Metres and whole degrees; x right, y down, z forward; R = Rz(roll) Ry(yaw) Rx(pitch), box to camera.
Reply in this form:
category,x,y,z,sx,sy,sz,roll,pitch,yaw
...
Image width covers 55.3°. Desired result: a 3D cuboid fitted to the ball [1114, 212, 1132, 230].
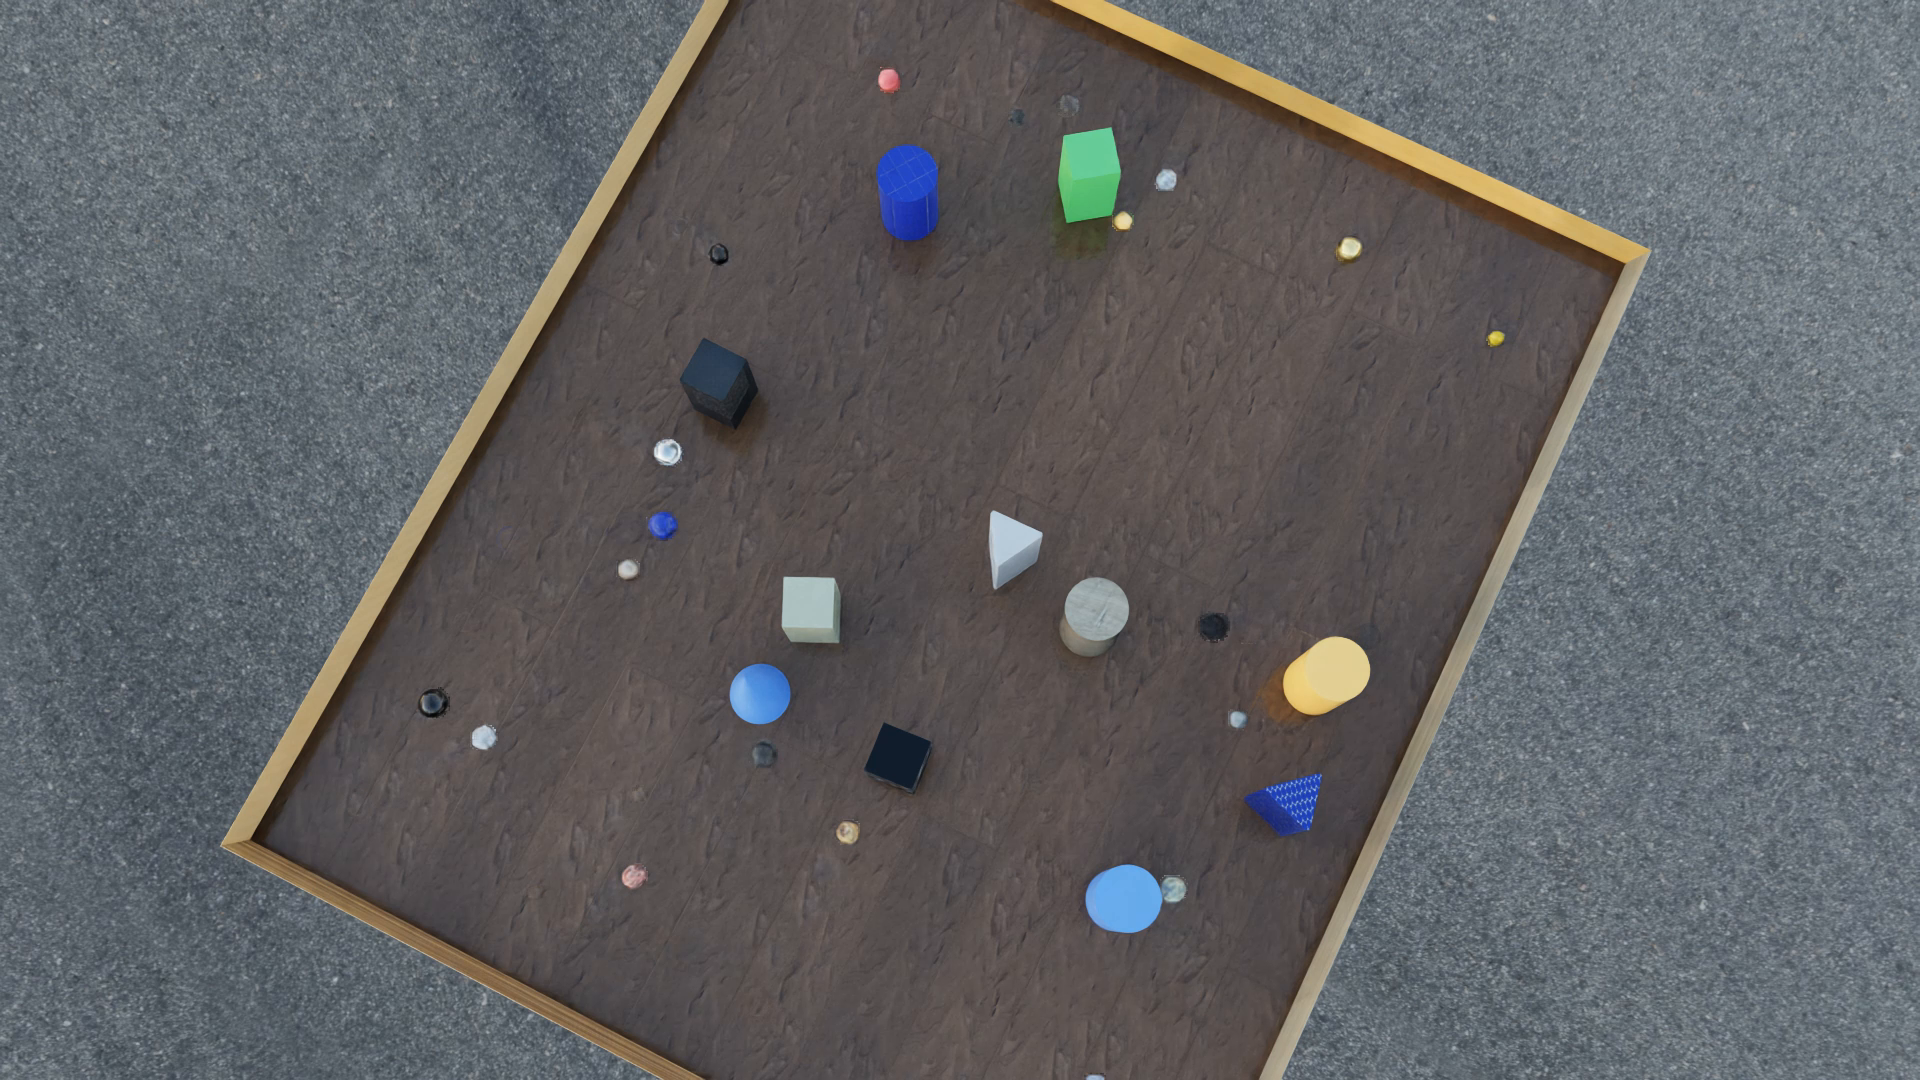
category,x,y,z,sx,sy,sz,roll,pitch,yaw
ball,0.517,-1.009,5.797,0.055,0.055,0.055,0,78,0

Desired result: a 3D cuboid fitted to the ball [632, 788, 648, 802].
category,x,y,z,sx,sy,sz,roll,pitch,yaw
ball,-0.950,0.757,5.438,0.042,0.042,0.042,0,78,0

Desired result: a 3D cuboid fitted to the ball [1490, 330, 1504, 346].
category,x,y,z,sx,sy,sz,roll,pitch,yaw
ball,1.676,-0.631,5.723,0.046,0.046,0.046,0,78,0

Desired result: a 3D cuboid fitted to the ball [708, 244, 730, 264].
category,x,y,z,sx,sy,sz,roll,pitch,yaw
ball,-0.759,-0.899,5.769,0.065,0.065,0.065,0,78,0

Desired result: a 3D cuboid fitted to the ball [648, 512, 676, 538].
category,x,y,z,sx,sy,sz,roll,pitch,yaw
ball,-0.907,-0.045,5.583,0.083,0.083,0.083,0,78,0

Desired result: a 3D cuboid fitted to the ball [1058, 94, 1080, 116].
category,x,y,z,sx,sy,sz,roll,pitch,yaw
ball,0.347,-1.392,5.868,0.071,0.071,0.071,0,78,0

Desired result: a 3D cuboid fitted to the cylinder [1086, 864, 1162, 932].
category,x,y,z,sx,sy,sz,roll,pitch,yaw
cylinder,0.461,1.022,5.209,0.183,0.384,0.183,0,78,0

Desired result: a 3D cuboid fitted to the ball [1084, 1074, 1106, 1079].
category,x,y,z,sx,sy,sz,roll,pitch,yaw
ball,0.388,1.578,5.243,0.092,0.092,0.092,0,78,0

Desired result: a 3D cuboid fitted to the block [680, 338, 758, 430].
category,x,y,z,sx,sy,sz,roll,pitch,yaw
block,-0.727,-0.469,5.552,0.147,0.317,0.147,27,80,5

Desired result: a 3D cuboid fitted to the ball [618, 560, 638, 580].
category,x,y,z,sx,sy,sz,roll,pitch,yaw
ball,-1.008,0.090,5.566,0.062,0.062,0.062,0,78,0

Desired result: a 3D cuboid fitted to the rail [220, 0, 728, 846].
category,x,y,z,sx,sy,sz,roll,pitch,yaw
rail,-1.330,-0.645,5.688,0.045,0.119,3.549,26,80,5

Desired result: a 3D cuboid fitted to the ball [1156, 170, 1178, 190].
category,x,y,z,sx,sy,sz,roll,pitch,yaw
ball,0.657,-1.144,5.820,0.065,0.065,0.065,0,78,0

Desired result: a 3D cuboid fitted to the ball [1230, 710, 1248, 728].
category,x,y,z,sx,sy,sz,roll,pitch,yaw
ball,0.833,0.537,5.478,0.054,0.054,0.054,0,78,0

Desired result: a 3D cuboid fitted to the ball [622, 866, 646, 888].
category,x,y,z,sx,sy,sz,roll,pitch,yaw
ball,-0.957,0.989,5.377,0.069,0.069,0.069,0,78,0

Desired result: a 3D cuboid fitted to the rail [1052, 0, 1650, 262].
category,x,y,z,sx,sy,sz,roll,pitch,yaw
rail,0.783,-1.527,5.870,3.022,0.119,0.045,26,80,5

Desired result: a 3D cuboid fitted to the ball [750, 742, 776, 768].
category,x,y,z,sx,sy,sz,roll,pitch,yaw
ball,-0.586,0.639,5.444,0.078,0.078,0.078,0,78,0

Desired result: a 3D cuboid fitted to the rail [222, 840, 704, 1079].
category,x,y,z,sx,sy,sz,roll,pitch,yaw
rail,-0.783,1.540,5.236,3.022,0.119,0.045,26,80,5

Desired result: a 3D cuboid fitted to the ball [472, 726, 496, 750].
category,x,y,z,sx,sy,sz,roll,pitch,yaw
ball,-1.420,0.590,5.459,0.070,0.070,0.070,0,78,0

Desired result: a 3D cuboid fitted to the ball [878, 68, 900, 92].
category,x,y,z,sx,sy,sz,roll,pitch,yaw
ball,-0.228,-1.478,5.886,0.070,0.070,0.070,0,78,0

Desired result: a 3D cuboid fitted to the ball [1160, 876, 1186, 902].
category,x,y,z,sx,sy,sz,roll,pitch,yaw
ball,0.624,1.024,5.366,0.075,0.075,0.075,0,78,0

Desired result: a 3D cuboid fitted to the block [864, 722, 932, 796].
category,x,y,z,sx,sy,sz,roll,pitch,yaw
block,-0.177,0.642,5.340,0.147,0.281,0.147,22,79,4

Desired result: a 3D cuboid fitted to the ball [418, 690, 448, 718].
category,x,y,z,sx,sy,sz,roll,pitch,yaw
ball,-1.572,0.488,5.471,0.087,0.087,0.087,0,78,0

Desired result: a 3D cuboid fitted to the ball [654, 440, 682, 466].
category,x,y,z,sx,sy,sz,roll,pitch,yaw
ball,-0.898,-0.269,5.629,0.083,0.083,0.083,0,78,0

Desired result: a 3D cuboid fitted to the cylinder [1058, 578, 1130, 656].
category,x,y,z,sx,sy,sz,roll,pitch,yaw
cylinder,0.391,0.230,5.399,0.183,0.332,0.183,0,78,0

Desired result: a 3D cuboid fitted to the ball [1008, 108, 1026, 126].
category,x,y,z,sx,sy,sz,roll,pitch,yaw
ball,0.182,-1.353,5.869,0.054,0.054,0.054,0,78,0

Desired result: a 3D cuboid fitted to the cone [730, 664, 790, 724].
category,x,y,z,sx,sy,sz,roll,pitch,yaw
cone,-0.602,0.422,5.320,0.183,0.410,0.183,0,78,0

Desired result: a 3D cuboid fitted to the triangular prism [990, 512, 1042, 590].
category,x,y,z,sx,sy,sz,roll,pitch,yaw
triangular prism,0.131,0.012,5.418,0.159,0.383,0.137,-34,80,-7

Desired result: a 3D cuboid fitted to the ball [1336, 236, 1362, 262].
category,x,y,z,sx,sy,sz,roll,pitch,yaw
ball,1.226,-0.915,5.765,0.079,0.079,0.079,0,78,0

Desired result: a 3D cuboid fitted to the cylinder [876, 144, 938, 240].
category,x,y,z,sx,sy,sz,roll,pitch,yaw
cylinder,-0.159,-1.071,5.674,0.183,0.321,0.183,0,78,0

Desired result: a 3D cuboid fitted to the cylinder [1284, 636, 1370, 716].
category,x,y,z,sx,sy,sz,roll,pitch,yaw
cylinder,1.066,0.400,5.349,0.183,0.361,0.183,0,78,0

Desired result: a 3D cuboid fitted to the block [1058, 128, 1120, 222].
category,x,y,z,sx,sy,sz,roll,pitch,yaw
block,0.398,-1.126,5.675,0.147,0.341,0.147,-10,79,-2

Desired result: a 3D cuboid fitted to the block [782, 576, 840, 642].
category,x,y,z,sx,sy,sz,roll,pitch,yaw
block,-0.438,0.209,5.424,0.147,0.292,0.147,1,78,0

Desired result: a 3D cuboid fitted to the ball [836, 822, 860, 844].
category,x,y,z,sx,sy,sz,roll,pitch,yaw
ball,-0.331,0.863,5.404,0.067,0.067,0.067,0,78,0

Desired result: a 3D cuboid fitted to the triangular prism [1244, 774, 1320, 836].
category,x,y,z,sx,sy,sz,roll,pitch,yaw
triangular prism,0.949,0.736,5.255,0.137,0.409,0.159,-44,82,-8

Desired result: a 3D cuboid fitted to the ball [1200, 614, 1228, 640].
category,x,y,z,sx,sy,sz,roll,pitch,yaw
ball,0.766,0.263,5.521,0.081,0.081,0.081,0,78,0

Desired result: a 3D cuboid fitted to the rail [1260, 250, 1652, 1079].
category,x,y,z,sx,sy,sz,roll,pitch,yaw
rail,1.330,0.658,5.419,0.045,0.119,3.549,26,80,5
